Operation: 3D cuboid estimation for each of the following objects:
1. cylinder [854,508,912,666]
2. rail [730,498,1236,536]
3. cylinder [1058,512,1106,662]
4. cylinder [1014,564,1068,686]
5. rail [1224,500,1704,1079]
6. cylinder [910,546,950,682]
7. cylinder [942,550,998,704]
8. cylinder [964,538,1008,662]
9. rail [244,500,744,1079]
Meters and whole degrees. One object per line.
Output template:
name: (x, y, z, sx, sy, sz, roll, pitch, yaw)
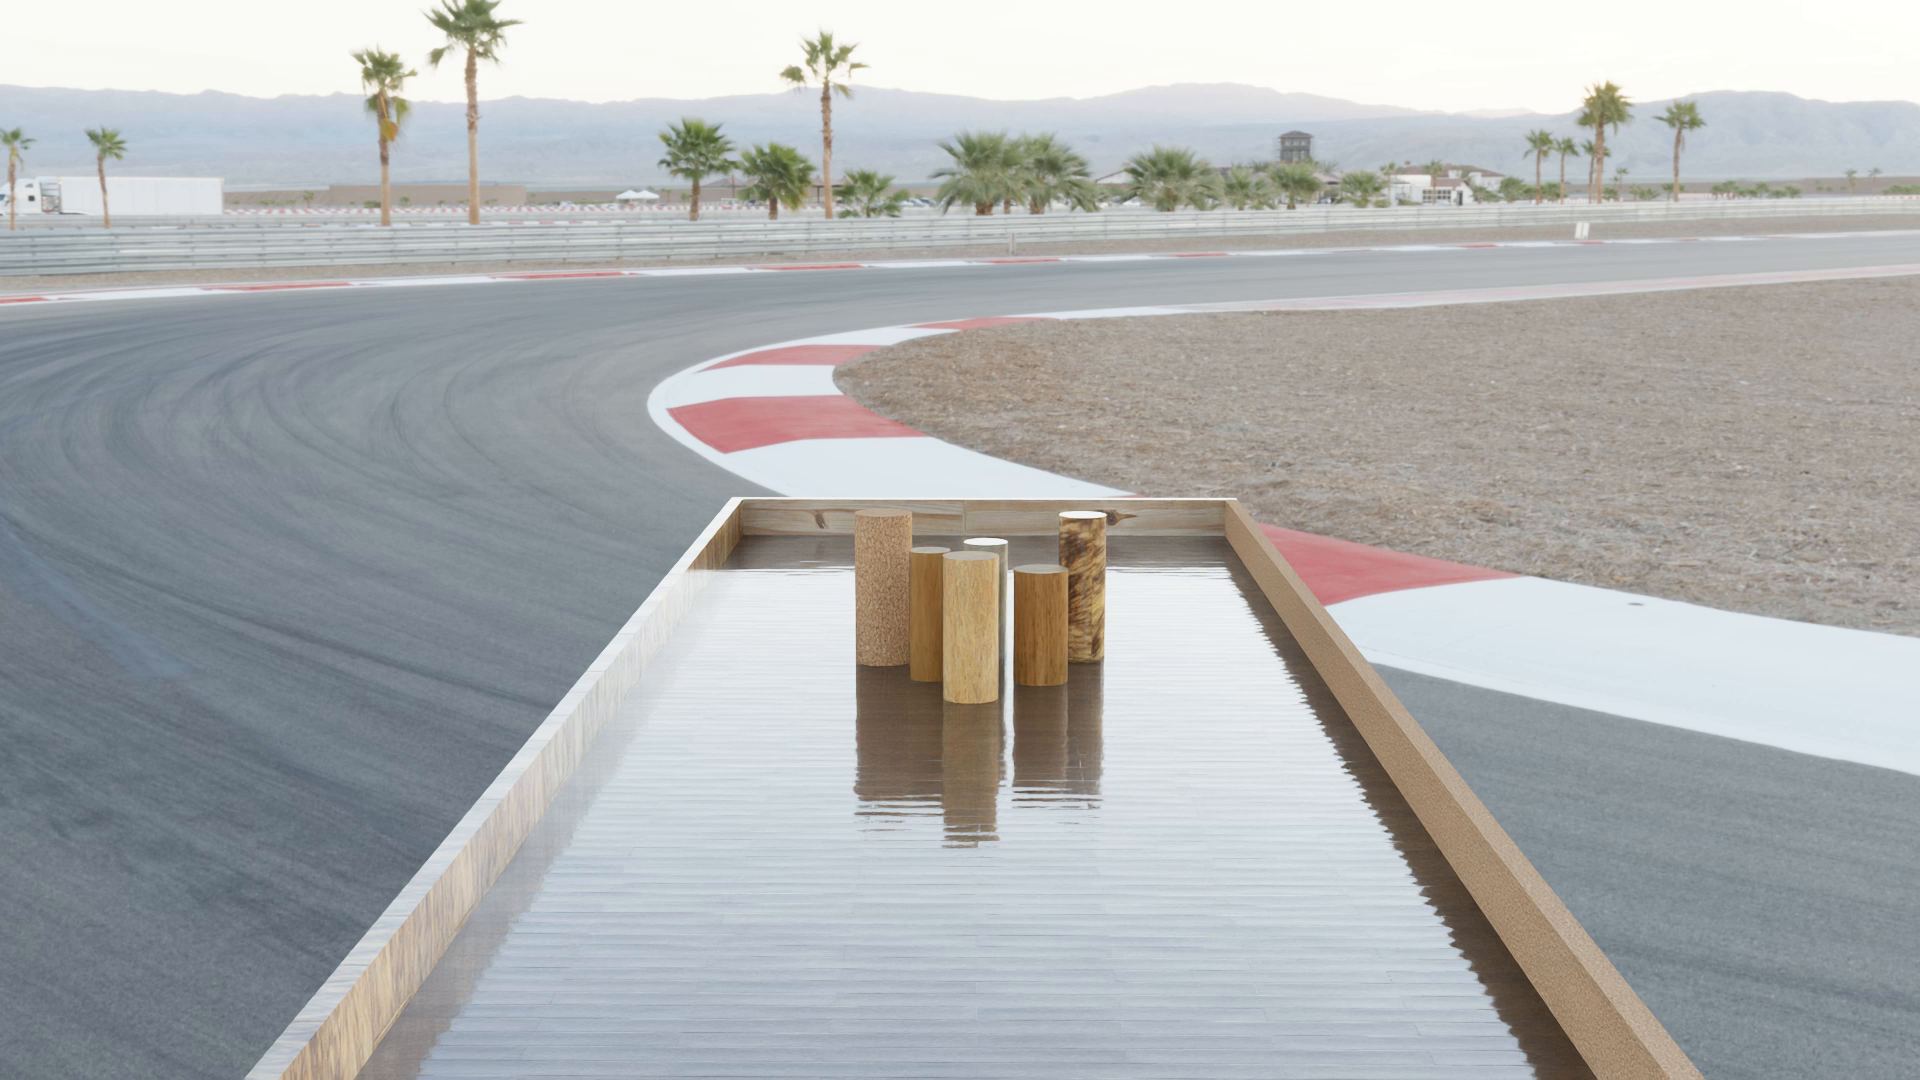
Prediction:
cylinder: (-0.231, 0.142, 6.665, 0.173, 0.454, 0.173, 0, 9, 0)
rail: (0.099, -0.098, 9.147, 2.100, 0.150, 0.050, 0, 9, 1)
cylinder: (0.372, 0.142, 6.698, 0.143, 0.443, 0.143, 0, 9, 0)
cylinder: (0.235, 0.246, 6.401, 0.159, 0.330, 0.159, 0, 9, 0)
rail: (1.046, 0.843, 3.208, 0.050, 0.150, 12.000, 0, 9, 1)
cylinder: (-0.088, 0.216, 6.435, 0.121, 0.379, 0.121, 0, 9, 0)
cylinder: (0.030, 0.244, 6.178, 0.158, 0.405, 0.158, 0, 9, 0)
cylinder: (0.078, 0.184, 6.695, 0.133, 0.362, 0.133, 0, 9, 0)
rail: (-1.004, 0.839, 3.234, 0.050, 0.150, 12.000, 0, 9, 1)
